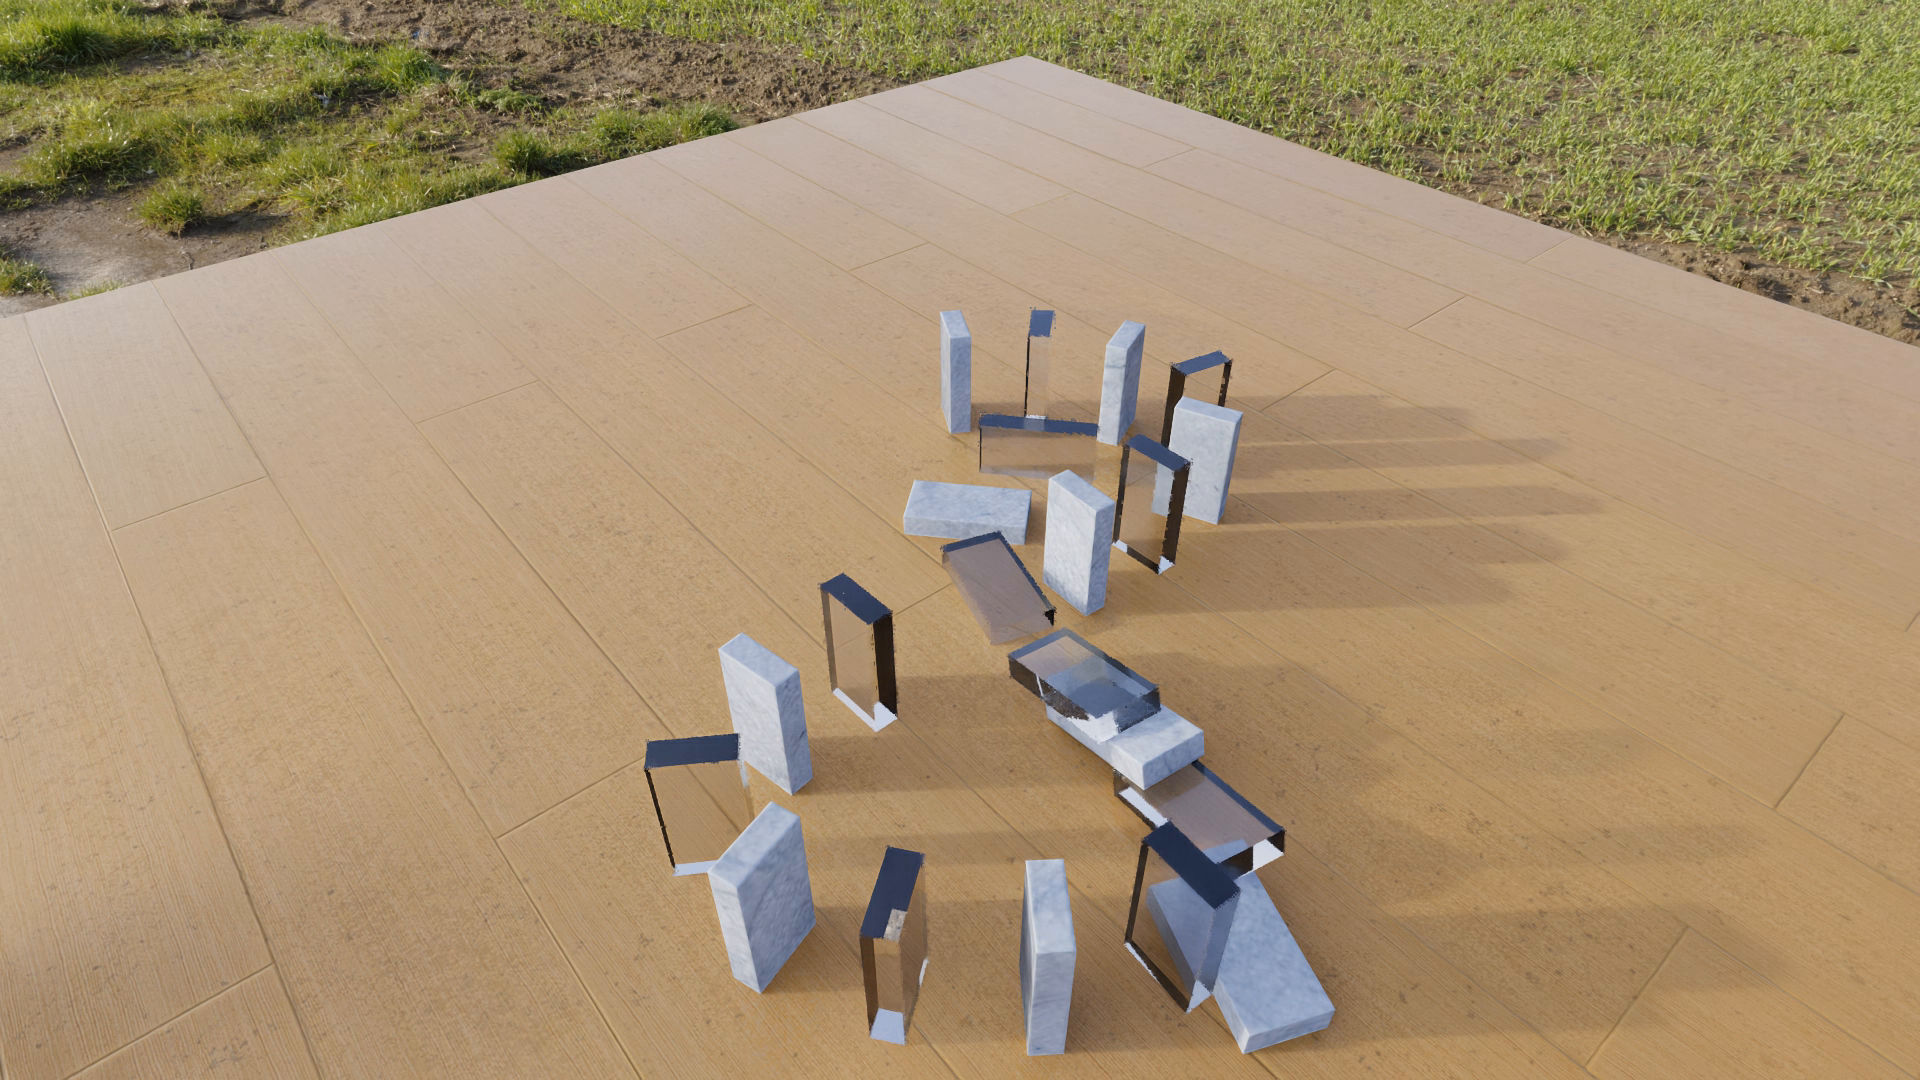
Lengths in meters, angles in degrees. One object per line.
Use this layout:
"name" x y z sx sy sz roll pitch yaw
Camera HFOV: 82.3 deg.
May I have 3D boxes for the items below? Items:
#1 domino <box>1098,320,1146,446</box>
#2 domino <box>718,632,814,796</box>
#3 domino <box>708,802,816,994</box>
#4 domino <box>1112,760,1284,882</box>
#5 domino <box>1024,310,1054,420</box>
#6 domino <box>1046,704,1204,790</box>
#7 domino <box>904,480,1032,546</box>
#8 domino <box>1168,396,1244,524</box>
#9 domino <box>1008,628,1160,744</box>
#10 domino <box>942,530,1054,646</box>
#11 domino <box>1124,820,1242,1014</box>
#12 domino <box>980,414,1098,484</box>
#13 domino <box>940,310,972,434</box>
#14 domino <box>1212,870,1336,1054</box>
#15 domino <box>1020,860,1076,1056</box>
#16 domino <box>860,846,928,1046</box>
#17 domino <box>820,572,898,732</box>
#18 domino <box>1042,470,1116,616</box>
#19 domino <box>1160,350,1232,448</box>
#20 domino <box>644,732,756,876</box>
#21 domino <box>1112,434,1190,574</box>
"domino" 0.073 -0.071 0.498 0.010 0.050 0.025 17 42 20
"domino" -0.060 0.055 0.344 0.025 0.050 0.009 28 47 29
"domino" -0.052 0.096 0.294 0.009 0.050 0.025 21 44 24
"domino" 0.071 0.082 0.334 0.025 0.010 0.050 -19 29 -21
"domino" 0.036 -0.077 0.506 0.010 0.050 0.025 5 40 6
"domino" 0.053 0.060 0.360 0.025 0.009 0.050 -23 30 -25
"domino" 0.004 -0.012 0.458 0.050 0.010 0.025 5 40 7
"domino" 0.098 -0.032 0.451 0.025 0.050 0.010 19 43 22
"domino" 0.041 0.047 0.368 0.025 0.009 0.050 -22 30 -24
"domino" 0.014 0.017 0.422 0.025 0.010 0.050 -15 42 -17
"domino" 0.058 0.100 0.290 0.009 0.050 0.025 -25 45 -27
"domino" 0.034 -0.040 0.480 0.050 0.025 0.009 6 40 7
"domino" -0.002 -0.077 0.505 0.009 0.050 0.025 -7 40 -8
"domino" 0.079 0.113 0.305 0.025 0.009 0.050 -11 41 -13
"domino" 0.022 0.107 0.281 0.009 0.050 0.025 -2 39 -2
"domino" -0.016 0.105 0.283 0.010 0.050 0.025 8 40 10
"domino" -0.033 0.038 0.365 0.009 0.050 0.025 -30 48 -31
"domino" 0.044 0.001 0.410 0.009 0.050 0.025 -26 46 -28
"domino" 0.102 -0.055 0.479 0.025 0.050 0.009 -20 43 -22
"domino" -0.073 0.077 0.317 0.025 0.050 0.009 -5 40 -6
"domino" 0.074 -0.014 0.428 0.009 0.050 0.025 -29 47 -31
